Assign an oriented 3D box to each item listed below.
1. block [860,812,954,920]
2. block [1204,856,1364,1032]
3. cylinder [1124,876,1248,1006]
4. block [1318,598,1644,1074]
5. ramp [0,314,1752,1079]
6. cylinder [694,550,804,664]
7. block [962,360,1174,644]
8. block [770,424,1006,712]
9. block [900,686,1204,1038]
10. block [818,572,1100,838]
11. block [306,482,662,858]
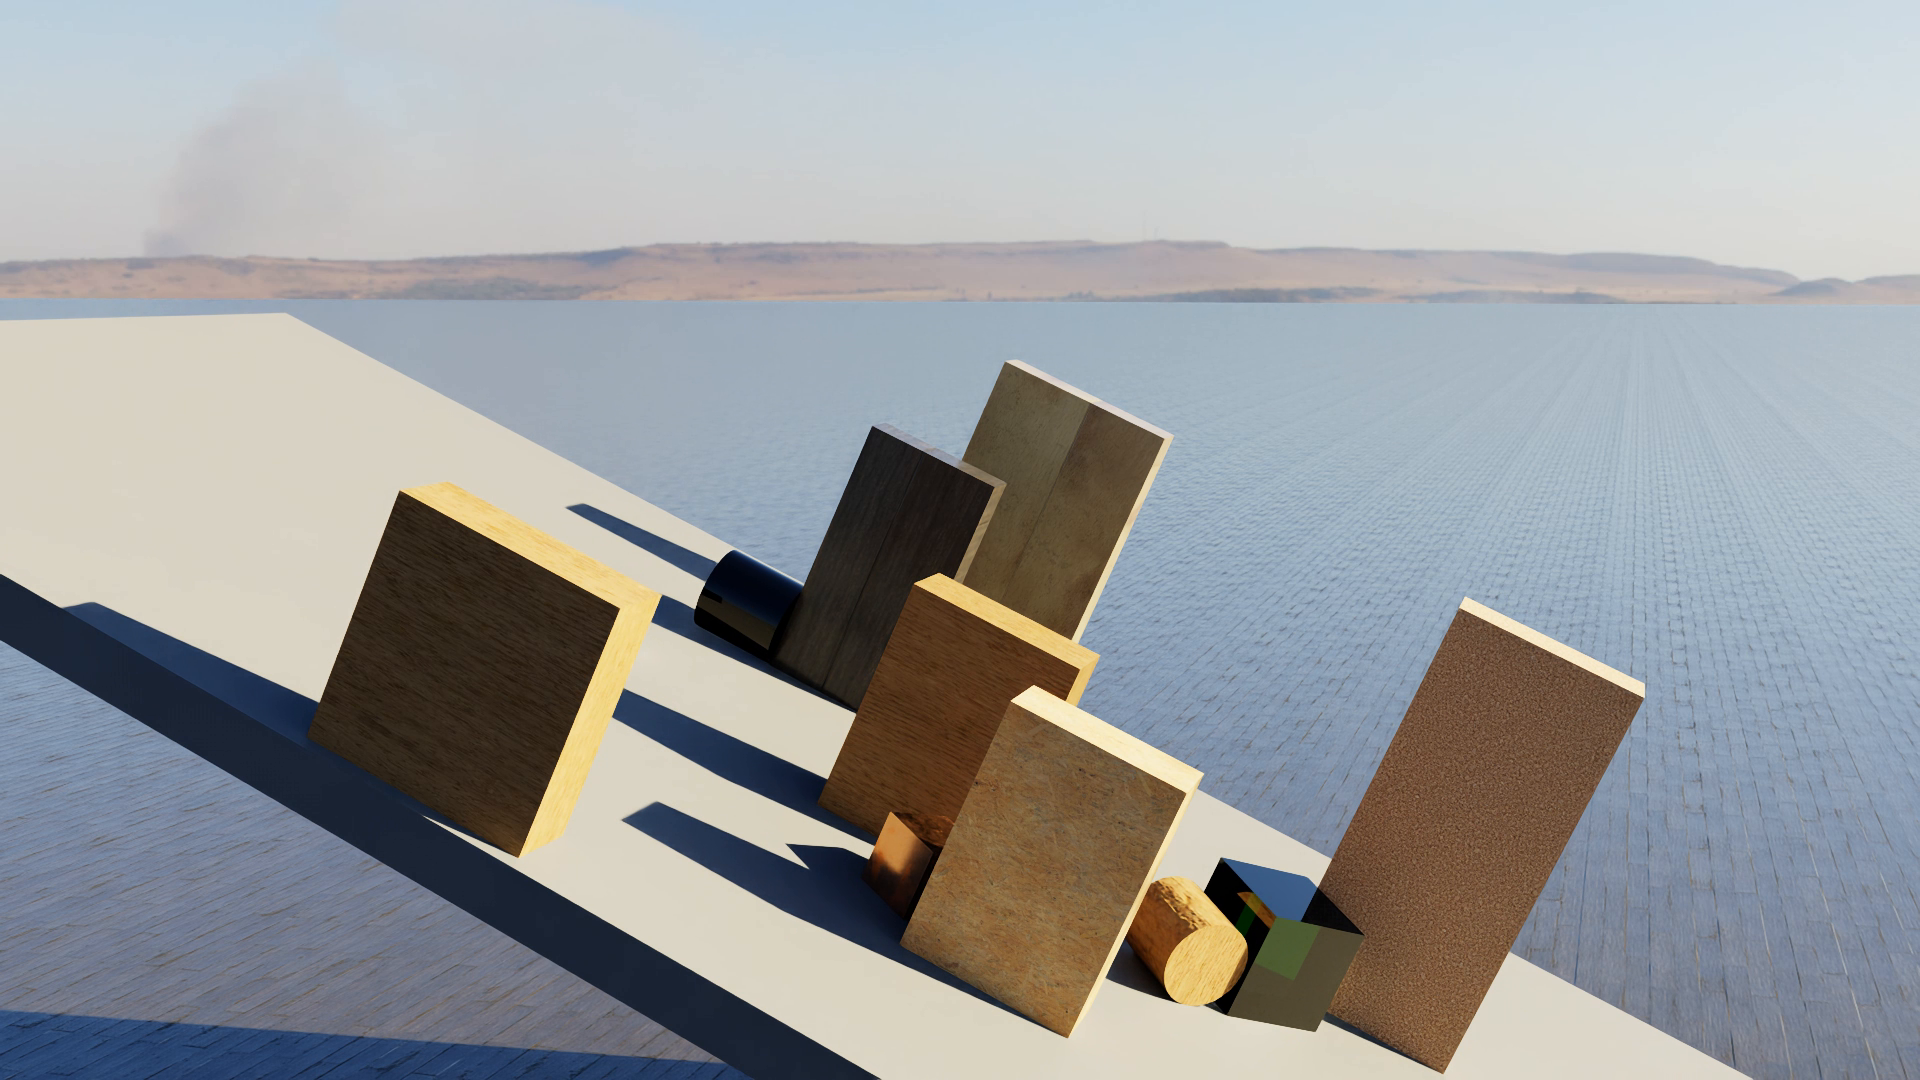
[{"bbox_3d":[-0.059,0.553,3.721,0.130,0.130,0.130,12,18,-42],"label":"block"},{"bbox_3d":[0.553,0.726,3.946,0.204,0.204,0.204,17,15,-29],"label":"block"},{"bbox_3d":[0.394,0.702,3.856,0.162,0.162,0.162,-3,24,-23],"label":"cylinder"},{"bbox_3d":[0.902,0.538,4.011,0.350,0.784,0.139,27,14,12],"label":"block"},{"bbox_3d":[-0.274,0.470,4.176,4.000,0.100,2.000,27,14,12],"label":"ramp"},{"bbox_3d":[-0.432,0.139,4.587,0.178,0.178,0.178,27,13,11],"label":"cylinder"},{"bbox_3d":[0.144,0.008,4.911,0.393,0.716,0.102,27,14,12],"label":"block"},{"bbox_3d":[-0.150,0.072,4.514,0.283,0.551,0.089,27,14,12],"label":"block"},{"bbox_3d":[0.145,0.513,3.529,0.310,0.451,0.138,27,14,12],"label":"block"},{"bbox_3d":[-0.004,0.341,3.943,0.331,0.450,0.146,27,14,12],"label":"block"},{"bbox_3d":[-0.724,0.192,3.339,0.392,0.422,0.141,27,14,12],"label":"block"}]
